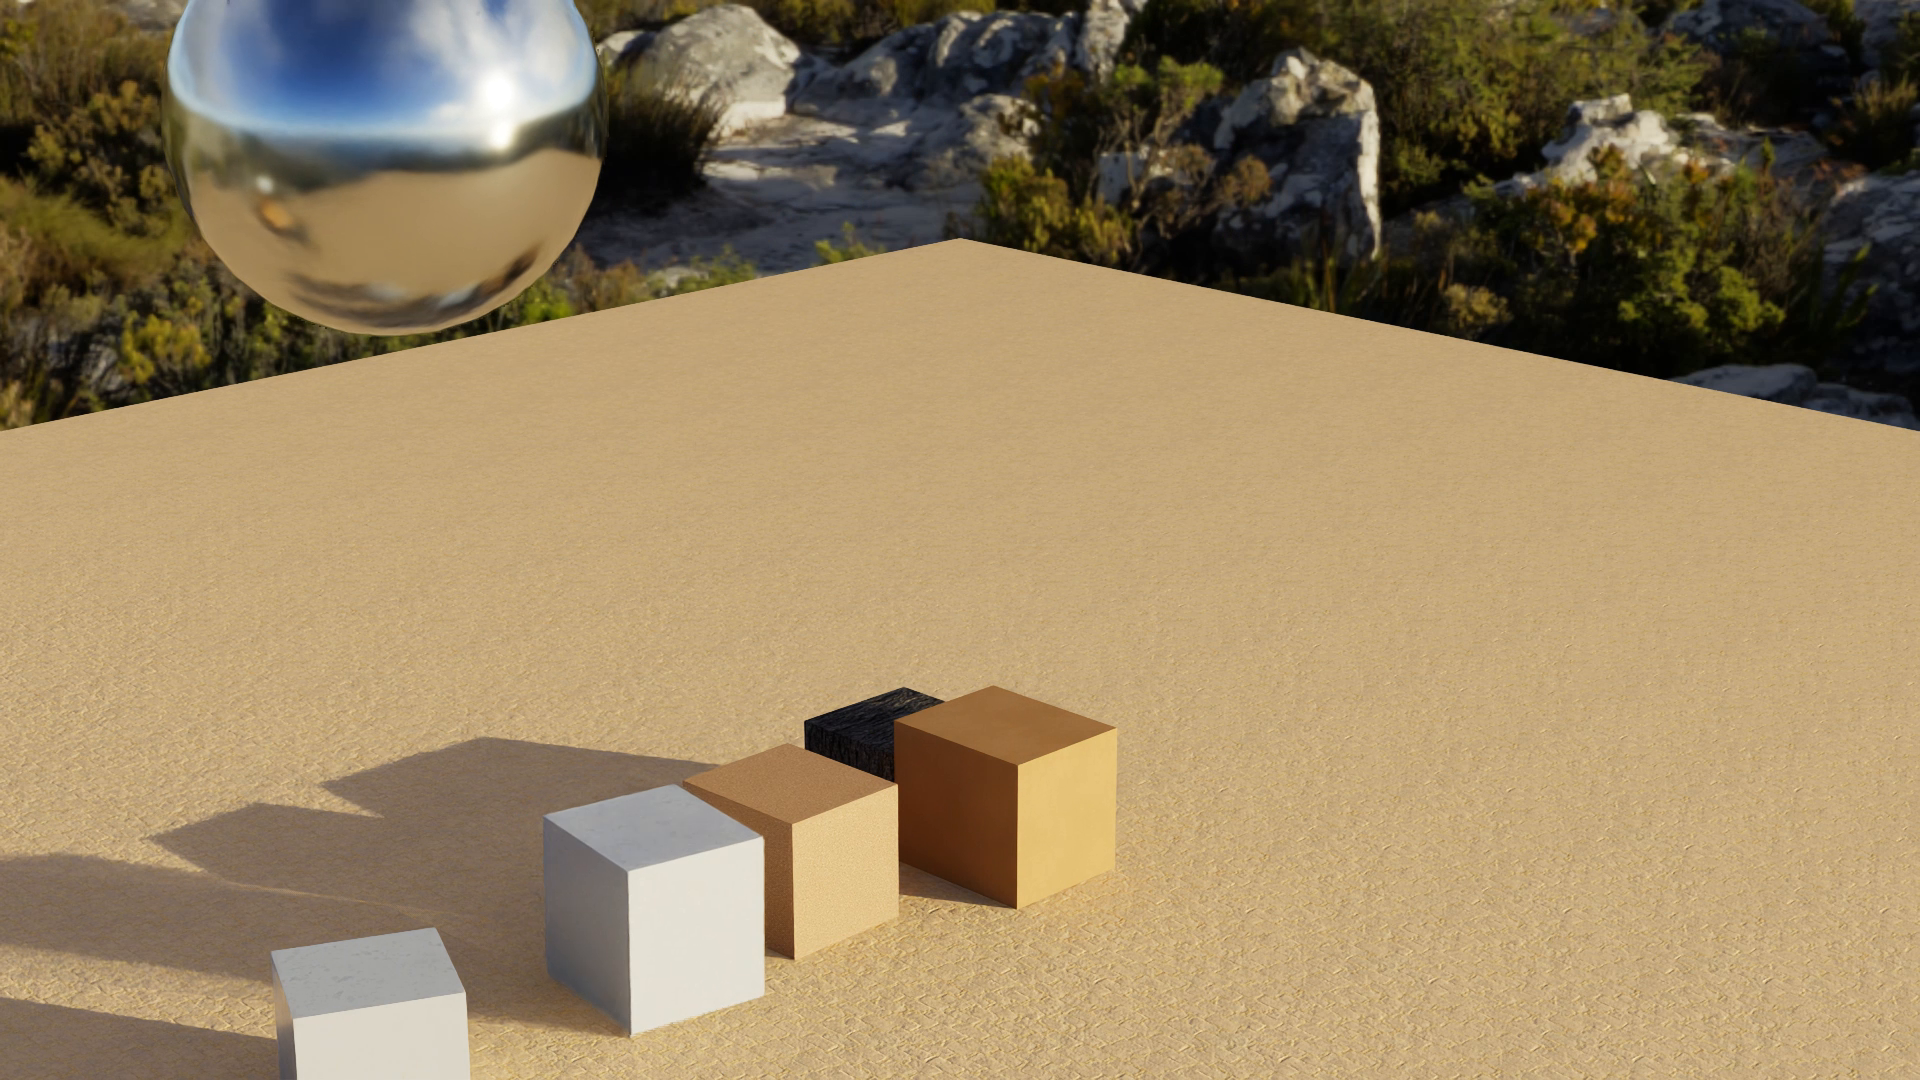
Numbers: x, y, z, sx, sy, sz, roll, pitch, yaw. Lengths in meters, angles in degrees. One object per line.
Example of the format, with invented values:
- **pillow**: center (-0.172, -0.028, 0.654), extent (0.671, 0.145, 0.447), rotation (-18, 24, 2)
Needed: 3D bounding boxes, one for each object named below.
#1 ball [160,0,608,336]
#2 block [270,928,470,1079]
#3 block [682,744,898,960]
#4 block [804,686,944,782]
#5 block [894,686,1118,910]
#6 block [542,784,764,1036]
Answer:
- **ball**: center (-2.085, -1.544, 10.671), extent (1.600, 1.600, 1.600), rotation (0, 17, 0)
- **block**: center (-2.252, 1.925, 11.216), extent (0.637, 0.602, 0.610), rotation (-6, 19, -19)
- **block**: center (-0.746, 1.363, 12.954), extent (0.711, 0.631, 0.627), rotation (16, 24, 42)
- **block**: center (-0.294, 1.100, 13.971), extent (0.656, 0.525, 0.600), rotation (-17, 24, -42)
- **block**: center (0.206, 1.168, 13.474), extent (0.788, 0.691, 0.650), rotation (17, 24, 42)
- **block**: center (-1.282, 1.530, 12.257), extent (0.638, 0.720, 0.714), rotation (-11, 21, -35)
